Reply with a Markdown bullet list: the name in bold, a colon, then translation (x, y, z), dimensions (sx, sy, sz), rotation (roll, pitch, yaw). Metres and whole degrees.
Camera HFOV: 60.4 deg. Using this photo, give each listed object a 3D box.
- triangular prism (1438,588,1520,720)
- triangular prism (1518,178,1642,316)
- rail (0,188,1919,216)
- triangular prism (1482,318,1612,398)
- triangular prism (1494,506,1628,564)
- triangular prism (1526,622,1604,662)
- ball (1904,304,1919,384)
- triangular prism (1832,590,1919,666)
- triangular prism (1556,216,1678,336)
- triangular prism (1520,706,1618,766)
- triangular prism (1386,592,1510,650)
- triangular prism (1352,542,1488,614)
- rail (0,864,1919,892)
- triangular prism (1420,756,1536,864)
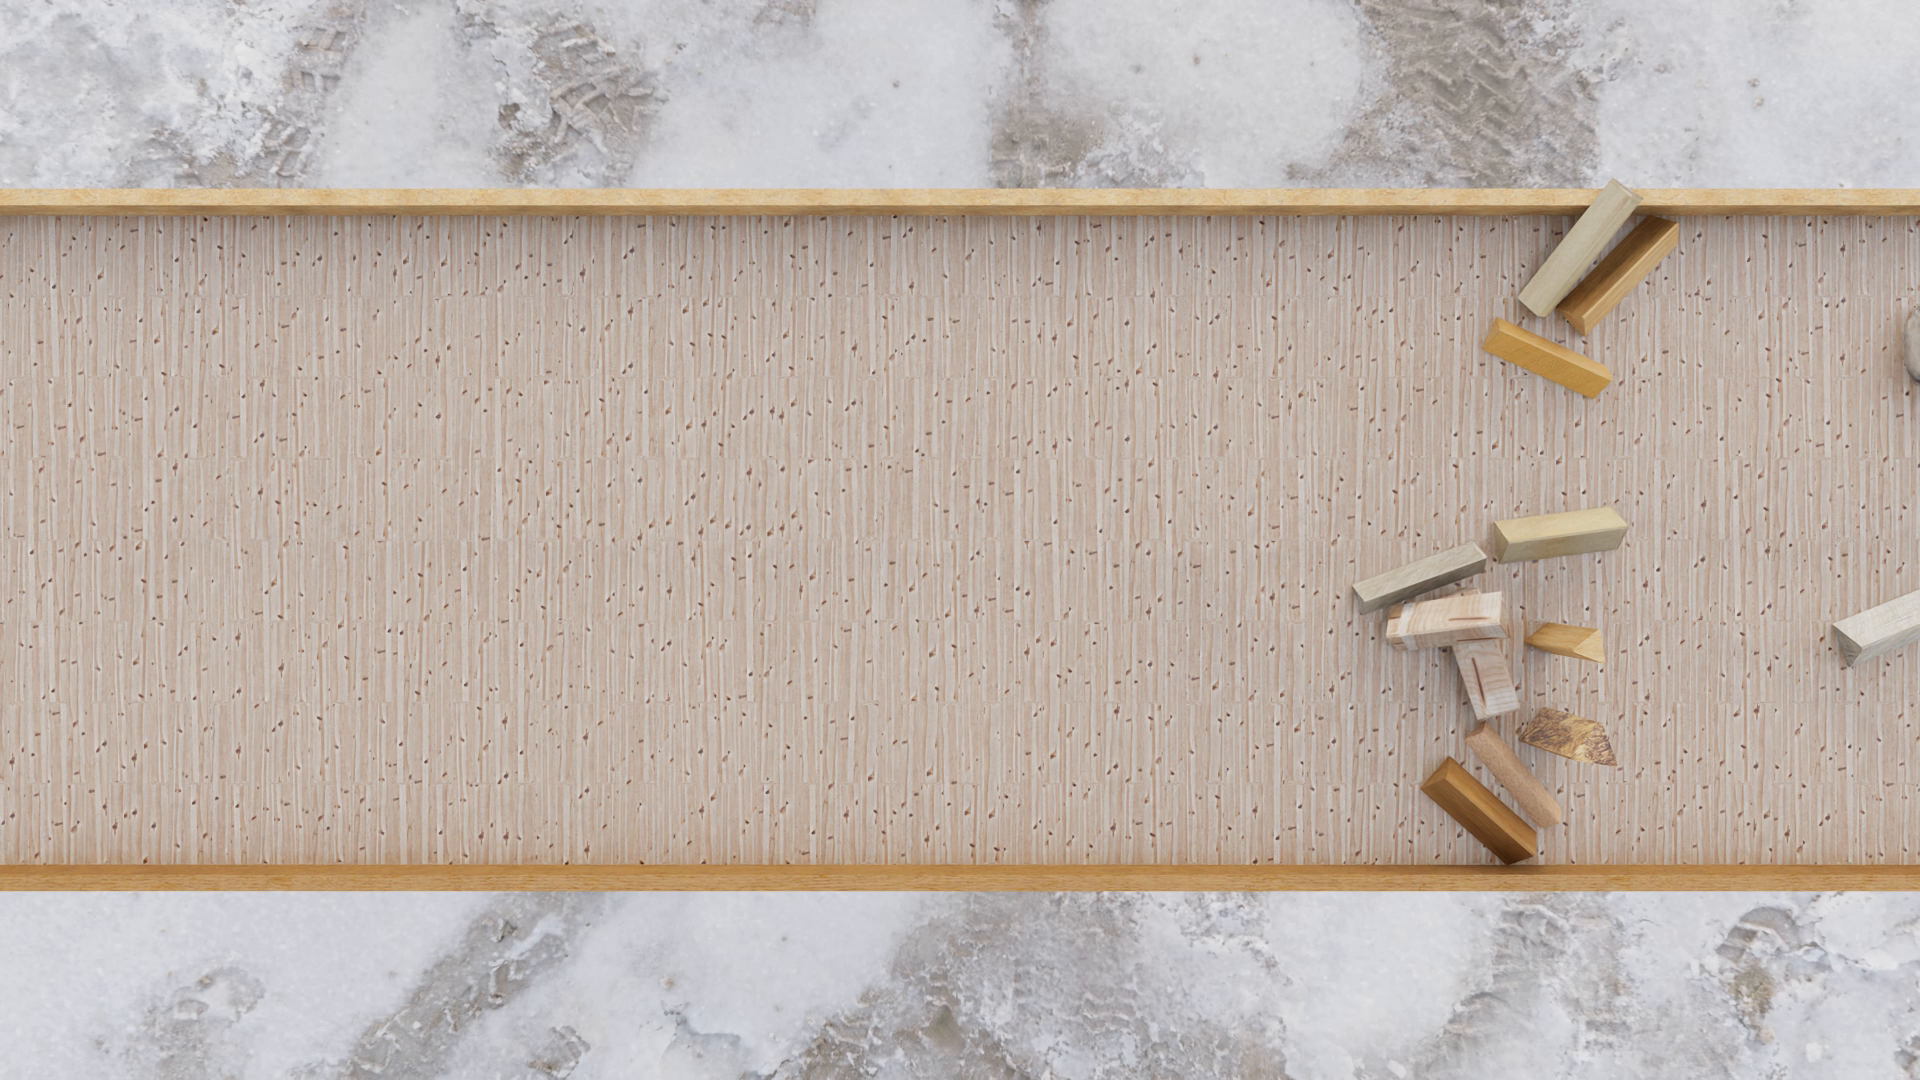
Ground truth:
- **triangular prism**: translation (1.589, 0.337, 4.992), dimensions (0.132, 0.114, 0.387), rotation (-19, 90, -32)
- **triangular prism**: translation (1.861, -0.861, 4.935), dimensions (0.112, 0.097, 0.436), rotation (32, 115, -5)
- **rail**: translation (-2.247, -1.025, 5.002), dimensions (12.000, 0.150, 0.050), rotation (0, 90, 0)
- **triangular prism**: translation (1.799, -0.560, 5.027), dimensions (0.375, 0.093, 0.107), rotation (24, 90, 0)
- **triangular prism**: translation (1.831, -0.015, 5.017), dimensions (0.365, 0.113, 0.130), rotation (-7, 90, 0)
- **triangular prism**: translation (1.797, 0.292, 4.875), dimensions (0.097, 0.404, 0.084), rotation (21, 90, 0)
- **ball**: translation (3.016, -0.589, 4.882), dimensions (0.390, 0.390, 0.390), rotation (0, 90, 0)
- **triangular prism**: translation (2.853, 0.267, 5.012), dimensions (0.313, 0.123, 0.142), rotation (-22, 90, 0)
- **triangular prism**: translation (2.019, -0.812, 5.019), dimensions (0.403, 0.108, 0.125), rotation (-45, 90, 0)
- **triangular prism**: translation (1.792, 0.569, 4.857), dimensions (0.132, 0.439, 0.114), rotation (9, 90, 0)
- **triangular prism**: translation (1.455, 0.257, 4.936), dimensions (0.334, 0.123, 0.142), rotation (-10, 95, 28)
- **triangular prism**: translation (1.408, 0.118, 5.032), dimensions (0.397, 0.085, 0.098), rotation (-20, 90, 0)
- **rail**: translation (-2.247, 1.025, 5.001), dimensions (12.000, 0.150, 0.050), rotation (0, 90, 0)
- **triangular prism**: translation (1.594, 0.831, 5.015), dimensions (0.355, 0.116, 0.134), rotation (41, 90, 0)
